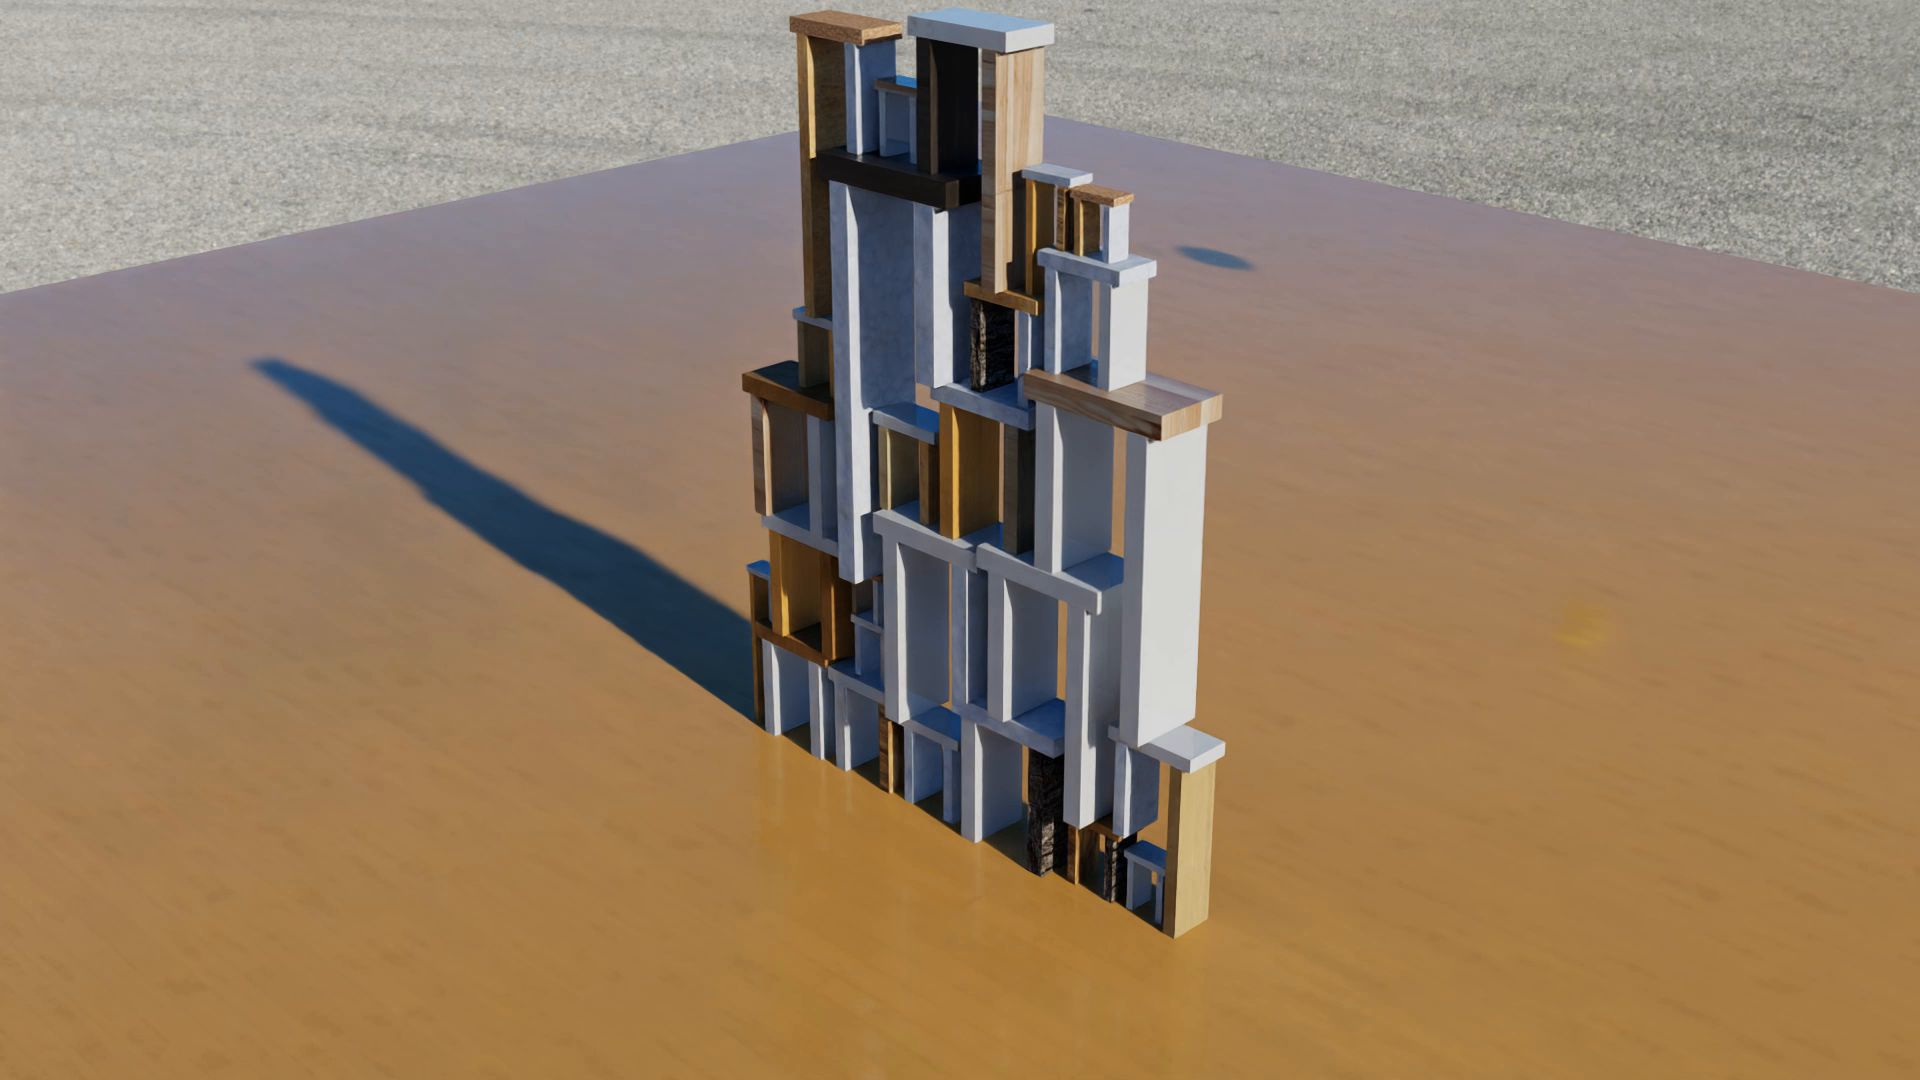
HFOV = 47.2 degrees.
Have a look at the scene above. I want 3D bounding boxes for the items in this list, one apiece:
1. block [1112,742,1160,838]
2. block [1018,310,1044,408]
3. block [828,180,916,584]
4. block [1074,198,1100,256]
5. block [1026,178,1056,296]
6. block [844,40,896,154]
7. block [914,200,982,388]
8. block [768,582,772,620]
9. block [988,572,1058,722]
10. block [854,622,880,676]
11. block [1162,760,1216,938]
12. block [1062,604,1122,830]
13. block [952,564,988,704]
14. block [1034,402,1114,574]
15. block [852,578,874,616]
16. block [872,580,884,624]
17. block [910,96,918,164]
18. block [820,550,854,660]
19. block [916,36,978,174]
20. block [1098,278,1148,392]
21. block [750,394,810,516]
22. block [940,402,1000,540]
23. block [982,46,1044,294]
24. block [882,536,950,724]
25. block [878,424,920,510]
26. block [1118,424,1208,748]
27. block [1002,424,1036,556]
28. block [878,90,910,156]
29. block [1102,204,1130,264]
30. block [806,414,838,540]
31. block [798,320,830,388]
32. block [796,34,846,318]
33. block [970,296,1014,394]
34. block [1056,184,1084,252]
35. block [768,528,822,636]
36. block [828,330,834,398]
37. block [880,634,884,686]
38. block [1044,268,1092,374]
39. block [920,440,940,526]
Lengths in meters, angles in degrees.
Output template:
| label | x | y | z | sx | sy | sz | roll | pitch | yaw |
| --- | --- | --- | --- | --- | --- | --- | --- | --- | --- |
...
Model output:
| label | x | y | z | sx | sy | sz | roll | pitch | yaw |
| --- | --- | --- | --- | --- | --- | --- | --- | --- | --- |
| block | 0.327 | 0.445 | 4.059 | 0.097 | 0.194 | 0.027 | -21 | 31 | -41 |
| block | 0.143 | -0.331 | 3.923 | 0.025 | 0.177 | 0.089 | 21 | 31 | 40 |
| block | -0.165 | -0.313 | 4.266 | 0.048 | 0.805 | 0.170 | 21 | 31 | 41 |
| block | 0.217 | -0.539 | 3.756 | 0.050 | 0.099 | 0.014 | -21 | 30 | -41 |
| block | 0.141 | -0.535 | 3.848 | 0.016 | 0.206 | 0.057 | 21 | 31 | 40 |
| block | -0.164 | -0.820 | 4.050 | 0.028 | 0.201 | 0.100 | 21 | 31 | 41 |
| block | -0.005 | -0.464 | 4.028 | 0.048 | 0.340 | 0.170 | 21 | 31 | 41 |
| block | -0.387 | 0.124 | 4.695 | 0.046 | 0.093 | 0.013 | -21 | 31 | -41 |
| block | 0.120 | 0.181 | 4.164 | 0.042 | 0.300 | 0.150 | 21 | 31 | 41 |
| block | -0.189 | 0.216 | 4.518 | 0.016 | 0.115 | 0.058 | 21 | 31 | 41 |
| block | 0.418 | 0.553 | 4.006 | 0.027 | 0.352 | 0.097 | 21 | 31 | 41 |
| block | 0.261 | 0.305 | 4.062 | 0.150 | 0.449 | 0.042 | -21 | 31 | -40 |
| block | 0.048 | 0.160 | 4.234 | 0.040 | 0.283 | 0.142 | 21 | 31 | 41 |
| block | 0.206 | -0.113 | 3.956 | 0.159 | 0.319 | 0.045 | -21 | 31 | -40 |
| block | -0.198 | 0.101 | 4.477 | 0.014 | 0.095 | 0.048 | 21 | 31 | 41 |
| block | -0.153 | 0.119 | 4.436 | 0.014 | 0.095 | 0.048 | 21 | 31 | 41 |
| block | -0.063 | -0.745 | 3.978 | 0.017 | 0.121 | 0.060 | 21 | 31 | 41 |
| block | -0.232 | 0.117 | 4.528 | 0.033 | 0.236 | 0.118 | 21 | 31 | 41 |
| block | -0.022 | -0.780 | 3.908 | 0.034 | 0.239 | 0.119 | 21 | 31 | 41 |
| block | 0.279 | -0.358 | 3.768 | 0.095 | 0.189 | 0.027 | -21 | 31 | -40 |
| block | -0.366 | -0.190 | 4.534 | 0.037 | 0.258 | 0.129 | 21 | 31 | 41 |
| block | 0.018 | -0.145 | 4.145 | 0.035 | 0.268 | 0.125 | 21 | 31 | 40 |
| block | 0.091 | -0.651 | 3.842 | 0.034 | 0.424 | 0.119 | 21 | 31 | 41 |
| block | -0.086 | 0.160 | 4.379 | 0.040 | 0.397 | 0.142 | 21 | 31 | 41 |
| block | -0.118 | -0.151 | 4.283 | 0.085 | 0.170 | 0.024 | -21 | 31 | -40 |
| block | 0.356 | 0.070 | 3.871 | 0.159 | 0.589 | 0.045 | -21 | 31 | -40 |
| block | 0.135 | -0.108 | 4.033 | 0.125 | 0.249 | 0.035 | -21 | 31 | -40 |
| block | -0.120 | -0.768 | 4.030 | 0.017 | 0.121 | 0.060 | 21 | 31 | 41 |
| block | 0.263 | -0.520 | 3.713 | 0.050 | 0.099 | 0.014 | -21 | 30 | -40 |
| block | -0.244 | -0.143 | 4.422 | 0.037 | 0.258 | 0.129 | 21 | 31 | 41 |
| block | -0.290 | -0.377 | 4.374 | 0.020 | 0.138 | 0.069 | 21 | 31 | 41 |
| block | -0.257 | -0.698 | 4.206 | 0.100 | 0.546 | 0.028 | -21 | 31 | -40 |
| block | 0.060 | -0.364 | 4.000 | 0.025 | 0.177 | 0.089 | 21 | 31 | 40 |
| block | 0.192 | -0.557 | 3.782 | 0.057 | 0.113 | 0.016 | -21 | 31 | -40 |
| block | -0.343 | 0.074 | 4.630 | 0.033 | 0.236 | 0.118 | 21 | 31 | 41 |
| block | -0.224 | -0.352 | 4.315 | 0.020 | 0.138 | 0.069 | 22 | 31 | 40 |
| block | -0.135 | 0.237 | 4.468 | 0.016 | 0.115 | 0.058 | 21 | 31 | 41 |
| block | 0.190 | -0.393 | 3.850 | 0.094 | 0.189 | 0.027 | -21 | 31 | -40 |
| block | -0.038 | -0.120 | 4.209 | 0.085 | 0.170 | 0.024 | -21 | 31 | -41 |
